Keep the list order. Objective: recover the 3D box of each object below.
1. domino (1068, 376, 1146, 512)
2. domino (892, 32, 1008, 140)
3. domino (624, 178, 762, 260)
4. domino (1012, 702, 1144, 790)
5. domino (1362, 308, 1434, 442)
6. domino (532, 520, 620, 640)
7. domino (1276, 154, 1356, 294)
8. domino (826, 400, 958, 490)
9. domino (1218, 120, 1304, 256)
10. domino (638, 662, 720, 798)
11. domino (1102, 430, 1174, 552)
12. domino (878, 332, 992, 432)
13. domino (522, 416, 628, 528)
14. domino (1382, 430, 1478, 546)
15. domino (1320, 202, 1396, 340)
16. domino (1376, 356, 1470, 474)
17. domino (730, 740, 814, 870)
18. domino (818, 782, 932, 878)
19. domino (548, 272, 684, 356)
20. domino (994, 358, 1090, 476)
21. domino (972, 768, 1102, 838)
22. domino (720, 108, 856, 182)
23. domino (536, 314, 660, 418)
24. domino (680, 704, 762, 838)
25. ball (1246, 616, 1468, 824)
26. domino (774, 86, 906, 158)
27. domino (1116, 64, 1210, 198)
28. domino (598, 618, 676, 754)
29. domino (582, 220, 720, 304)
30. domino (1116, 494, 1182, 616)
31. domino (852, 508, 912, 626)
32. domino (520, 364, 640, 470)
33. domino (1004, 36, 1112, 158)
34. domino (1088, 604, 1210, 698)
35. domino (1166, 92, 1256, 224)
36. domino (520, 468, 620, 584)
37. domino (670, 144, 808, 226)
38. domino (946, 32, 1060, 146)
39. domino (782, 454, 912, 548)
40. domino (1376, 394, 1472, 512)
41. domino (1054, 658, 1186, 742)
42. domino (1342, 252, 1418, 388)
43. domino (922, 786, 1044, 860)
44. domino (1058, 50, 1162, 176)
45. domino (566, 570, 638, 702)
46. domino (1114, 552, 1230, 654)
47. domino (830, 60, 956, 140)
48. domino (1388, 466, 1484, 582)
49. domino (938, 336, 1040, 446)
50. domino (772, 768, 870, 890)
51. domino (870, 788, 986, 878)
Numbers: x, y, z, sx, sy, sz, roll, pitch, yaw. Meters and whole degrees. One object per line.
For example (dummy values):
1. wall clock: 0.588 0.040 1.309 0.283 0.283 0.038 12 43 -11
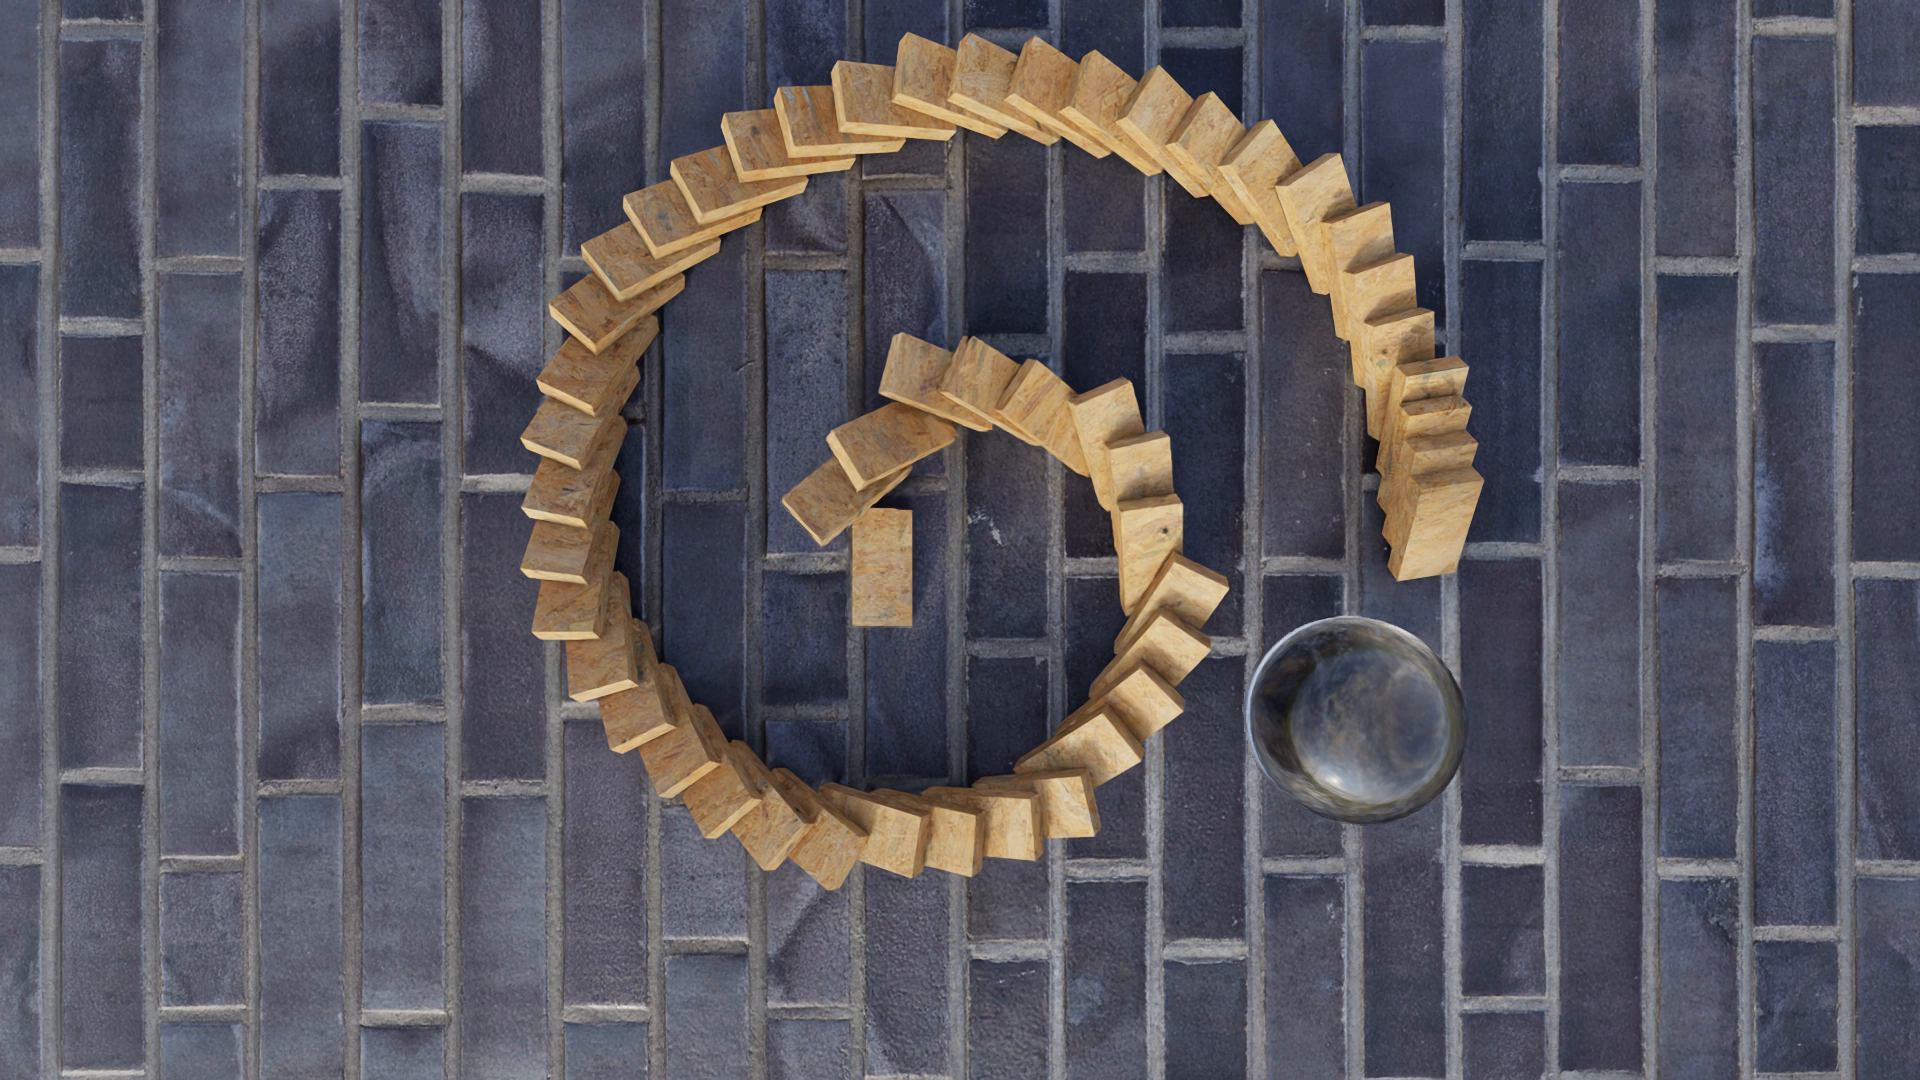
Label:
1. domino: 0.065 -0.040 0.384 0.025 0.010 0.050 -24 117 -4
2. domino: -0.002 -0.190 0.385 0.050 0.009 0.025 8 90 -25
3. domino: -0.112 -0.139 0.385 0.050 0.009 0.025 -32 90 -25
4. domino: 0.049 0.092 0.385 0.050 0.009 0.025 -39 90 26
5. domino: 0.185 -0.069 0.385 0.025 0.009 0.050 -15 115 0
6. domino: -0.161 0.016 0.385 0.025 0.010 0.050 0 65 0
7. domino: 0.154 -0.132 0.385 0.025 0.010 0.050 -32 116 0
8. domino: -0.028 -0.043 0.383 0.050 0.009 0.025 -30 86 -30
9. domino: 0.133 -0.147 0.385 0.025 0.009 0.050 -48 115 0
10. domino: -0.123 0.079 0.385 0.025 0.010 0.050 -35 65 0
11. domino: 0.076 -0.019 0.384 0.025 0.009 0.050 -13 116 -4
12. domino: -0.007 -0.065 0.384 0.050 0.009 0.025 17 85 -27
13. domino: -0.161 -0.031 0.385 0.025 0.009 0.050 11 65 0
14. domino: 0.194 -0.020 0.380 0.025 0.010 0.050 -9 131 0
15. domino: 0.169 -0.113 0.385 0.025 0.010 0.050 -20 115 0
16. domino: 0.191 -0.050 0.381 0.025 0.010 0.050 -9 129 0
17. domino: -0.087 0.111 0.385 0.050 0.010 0.025 41 90 26
18. domino: -0.038 0.121 0.385 0.050 0.009 0.025 9 90 26
19. domino: -0.143 -0.103 0.385 0.025 0.009 0.050 41 65 0
20. domino: 0.041 -0.051 0.385 0.050 0.009 0.025 34 90 -26
21. domino: 0.032 0.111 0.384 0.050 0.009 0.025 -12 92 27
22. domino: -0.072 -0.167 0.385 0.050 0.009 0.025 -18 90 -25
23. domino: -0.151 -0.078 0.385 0.025 0.010 0.050 25 65 0
24. domino: -0.107 0.097 0.385 0.025 0.010 0.050 -40 65 0
25. ball: 0.154 0.070 0.360 0.080 0.080 0.080 0 90 0
26. domino: -0.050 -0.176 0.385 0.050 0.009 0.025 -15 90 -25
27. domino: 0.092 -0.171 0.385 0.050 0.009 0.025 32 90 -25
28. domino: -0.139 0.061 0.385 0.025 0.009 0.050 -26 65 0
29. domino: -0.129 -0.123 0.385 0.050 0.010 0.025 -39 90 -25
30. domino: 0.080 0.007 0.384 0.025 0.010 0.050 -8 118 0
31. domino: -0.033 0.012 0.395 0.025 0.009 0.050 0 90 0
32. domino: -0.159 -0.056 0.385 0.025 0.010 0.050 22 65 0
33. domino: 0.046 -0.185 0.385 0.050 0.009 0.025 20 90 -25
34. domino: 0.079 0.054 0.384 0.025 0.010 0.050 34 117 -2
35. domino: 0.112 -0.160 0.385 0.050 0.010 0.025 34 90 -25
36. domino: -0.163 -0.007 0.385 0.025 0.010 0.050 7 65 0
37. domino: -0.092 -0.153 0.385 0.050 0.009 0.025 -29 90 -25
38. domino: 0.021 -0.189 0.385 0.050 0.009 0.025 13 90 -25
39. domino: -0.047 -0.023 0.388 0.050 0.009 0.025 -41 82 -14
40. domino: 0.192 -0.035 0.380 0.025 0.010 0.050 -9 131 0
41. domino: 0.067 0.075 0.384 0.025 0.010 0.050 45 116 -2
42. domino: 0.178 -0.092 0.385 0.025 0.009 0.050 -18 115 0
43. domino: 0.009 0.118 0.384 0.050 0.010 0.025 -4 91 26
44. domino: 0.068 -0.179 0.385 0.050 0.009 0.025 24 90 -25
45. domino: -0.151 0.040 0.385 0.025 0.009 0.050 -16 64 0
46. domino: 0.088 0.032 0.384 0.025 0.009 0.050 25 118 -3
47. domino: -0.027 -0.184 0.385 0.050 0.010 0.025 -7 90 -25
48. domino: 0.196 -0.006 0.380 0.025 0.009 0.050 -9 131 0
49. domino: 0.018 -0.062 0.384 0.050 0.010 0.025 26 87 -26
50. domino: -0.065 0.121 0.385 0.050 0.010 0.025 30 90 26
51. domino: -0.015 0.122 0.385 0.050 0.009 0.025 4 90 26
